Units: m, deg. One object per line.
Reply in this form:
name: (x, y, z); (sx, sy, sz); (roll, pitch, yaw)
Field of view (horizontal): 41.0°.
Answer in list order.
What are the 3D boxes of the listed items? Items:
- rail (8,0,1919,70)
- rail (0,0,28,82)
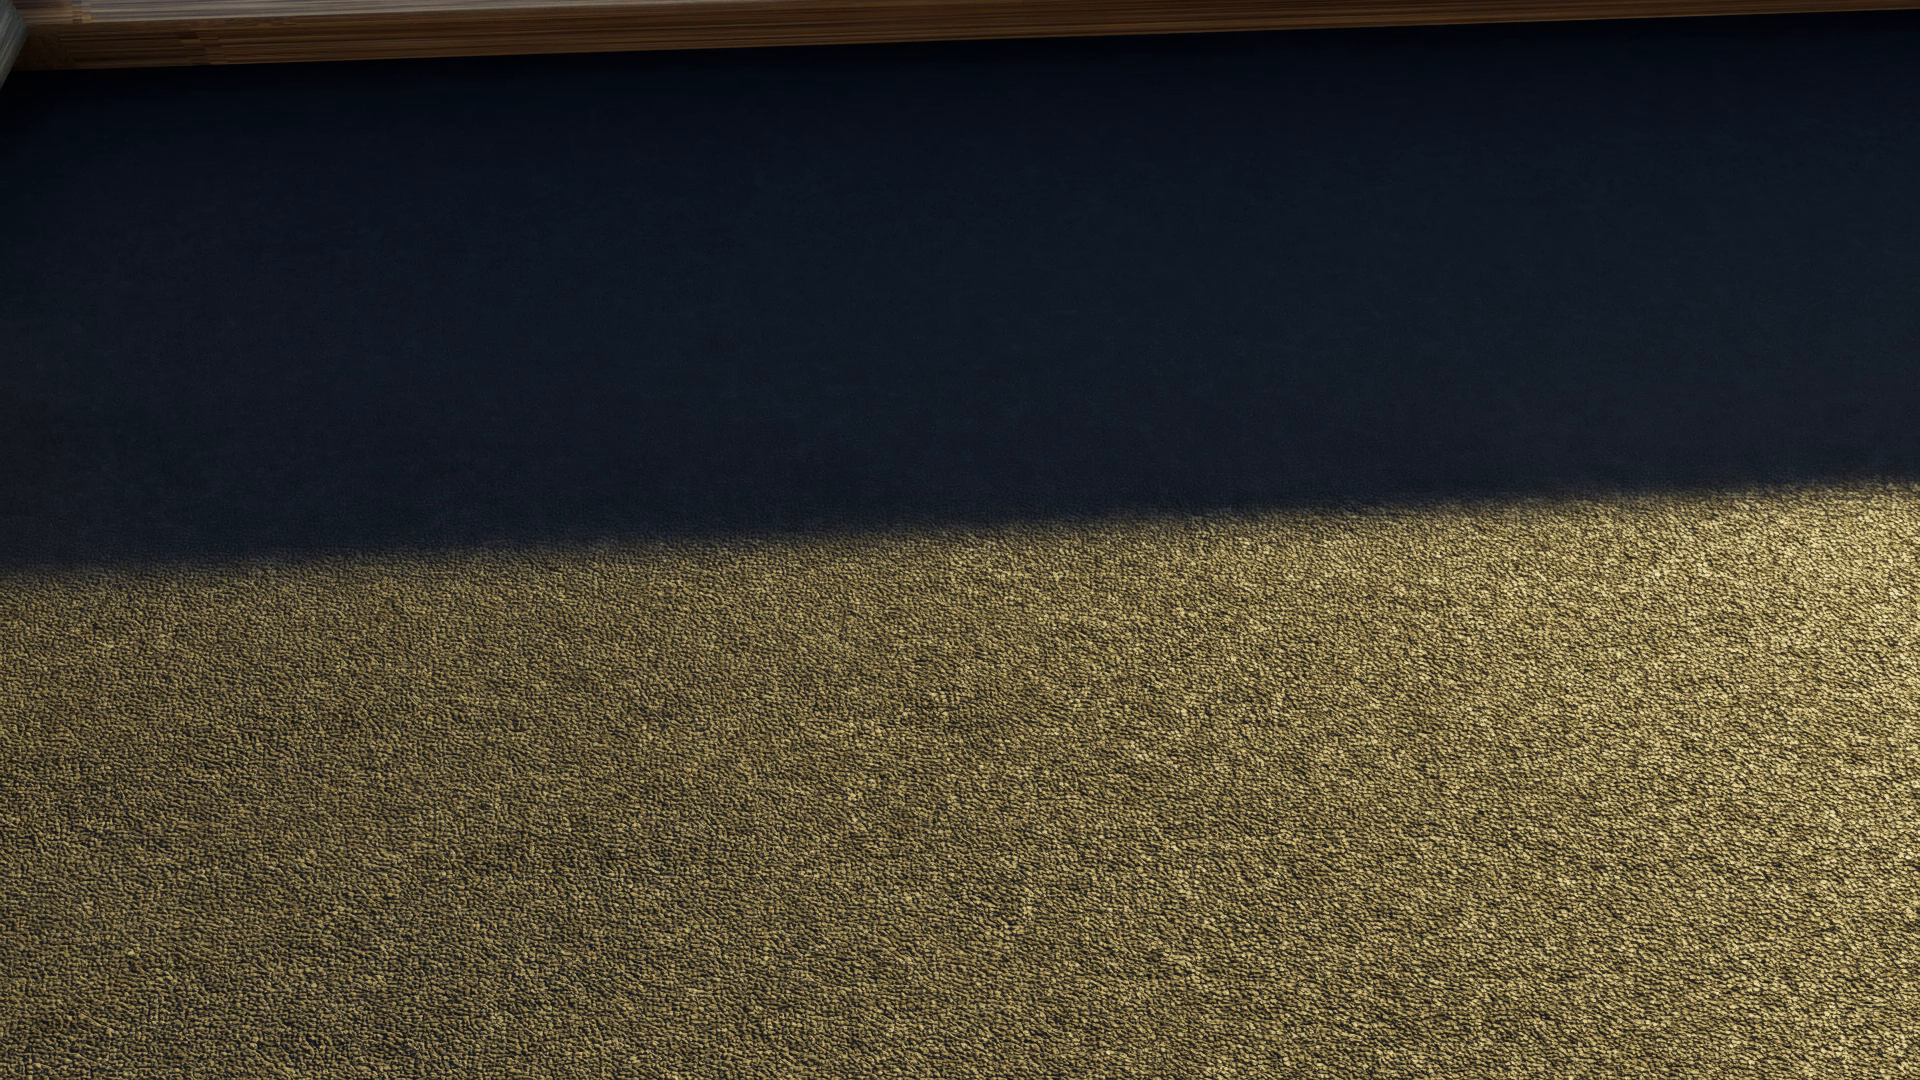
rail: (0.734, -0.527, 2.345); (3.193, 0.117, 0.045); (-3, 36, -4)
rail: (-0.772, 0.018, 1.593); (0.045, 0.117, 1.670); (-3, 36, -4)
